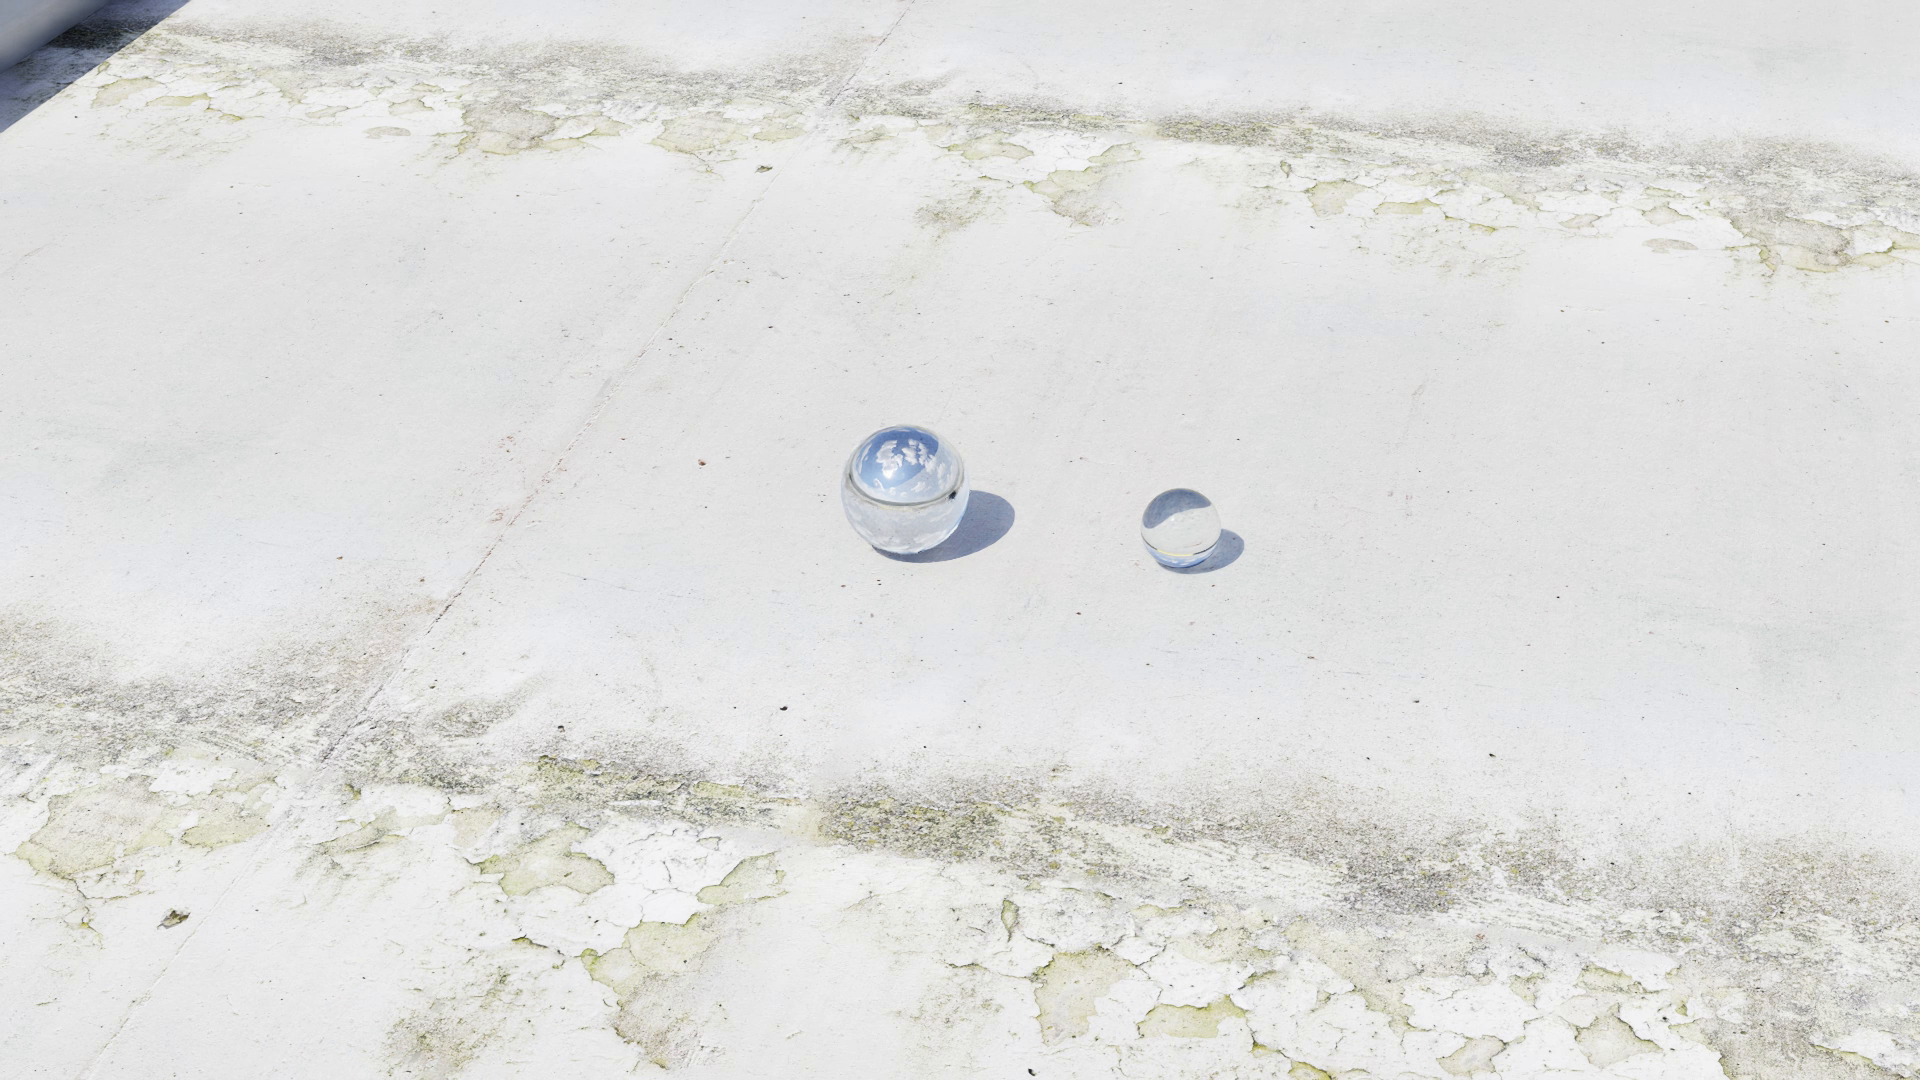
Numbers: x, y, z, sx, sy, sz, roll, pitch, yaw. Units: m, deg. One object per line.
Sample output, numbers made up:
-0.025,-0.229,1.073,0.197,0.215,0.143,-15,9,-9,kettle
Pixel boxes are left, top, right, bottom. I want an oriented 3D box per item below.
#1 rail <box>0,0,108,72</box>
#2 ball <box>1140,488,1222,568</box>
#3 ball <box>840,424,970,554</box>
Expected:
-0.725,-0.559,2.642,0.045,0.119,3.645,6,30,12,rail
0.129,-0.007,1.718,0.047,0.047,0.047,0,29,0,ball
-0.032,-0.030,1.729,0.077,0.077,0.077,0,29,0,ball
